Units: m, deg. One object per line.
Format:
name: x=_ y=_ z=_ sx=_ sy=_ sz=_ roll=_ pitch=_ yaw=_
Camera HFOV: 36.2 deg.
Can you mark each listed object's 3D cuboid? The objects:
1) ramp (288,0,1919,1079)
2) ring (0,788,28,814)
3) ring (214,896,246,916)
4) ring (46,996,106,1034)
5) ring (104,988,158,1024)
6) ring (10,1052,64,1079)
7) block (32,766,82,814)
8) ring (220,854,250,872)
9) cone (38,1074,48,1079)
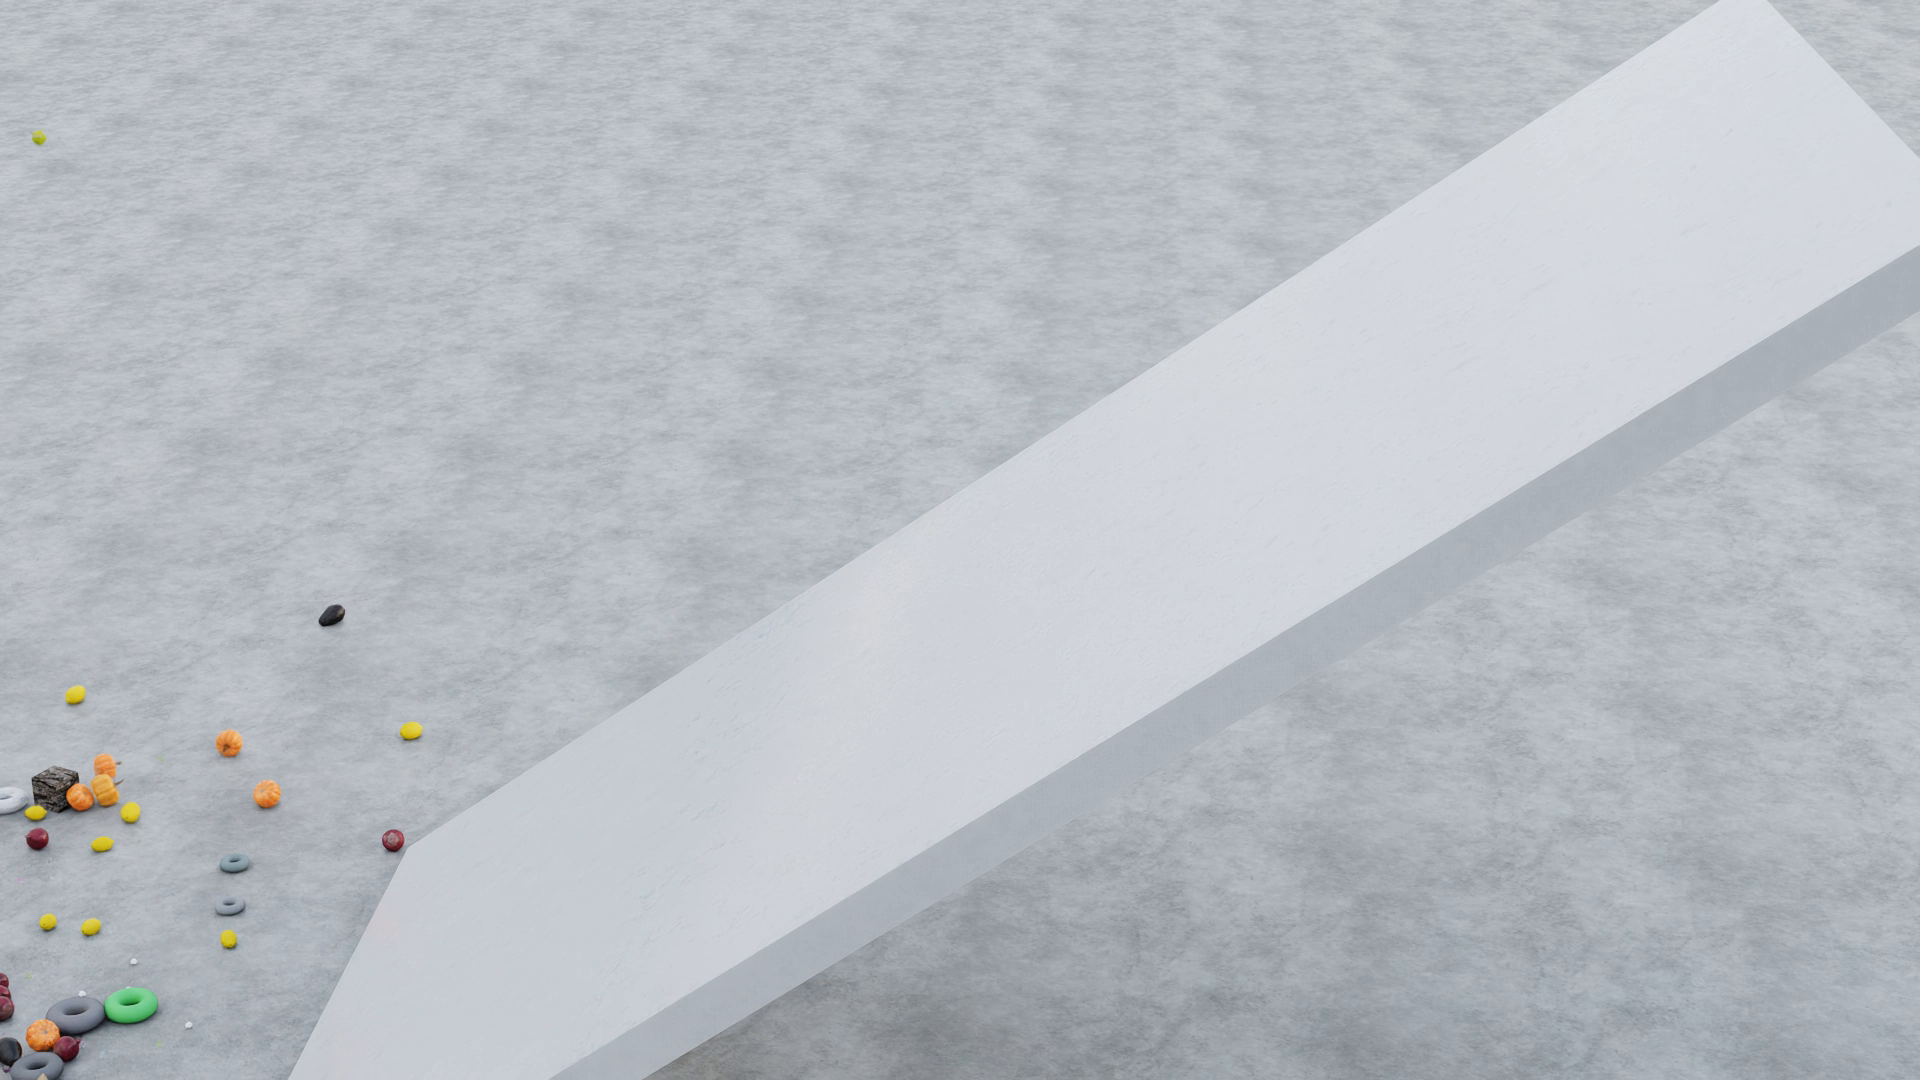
ramp: x=0.135 y=0.175 z=6.308 sx=4.000 sy=0.100 sz=2.000 roll=-33 pitch=16 yaw=15
ring: x=-2.643 y=0.722 z=8.141 sx=0.121 sy=0.040 sz=0.121 roll=-1 pitch=21 yaw=1
ring: x=-1.885 y=0.945 z=7.596 sx=0.077 sy=0.026 sz=0.077 roll=1 pitch=22 yaw=0
ring: x=-2.125 y=1.143 z=7.066 sx=0.139 sy=0.046 sz=0.139 roll=0 pitch=20 yaw=0
ring: x=-2.006 y=1.126 z=7.114 sx=0.128 sy=0.043 sz=0.128 roll=1 pitch=22 yaw=0
ring: x=-2.148 y=1.233 z=6.846 sx=0.120 sy=0.040 sz=0.120 roll=-1 pitch=21 yaw=1
block: x=-2.504 y=0.691 z=8.152 sx=0.089 sy=0.089 sz=0.089 roll=11 pitch=24 yaw=26
ring: x=-1.927 y=0.858 z=7.815 sx=0.079 sy=0.026 sz=0.079 roll=-1 pitch=21 yaw=0
cone: x=-2.095 y=1.271 z=6.763 sx=0.067 sy=0.067 sz=0.067 roll=29 pitch=23 yaw=-2
